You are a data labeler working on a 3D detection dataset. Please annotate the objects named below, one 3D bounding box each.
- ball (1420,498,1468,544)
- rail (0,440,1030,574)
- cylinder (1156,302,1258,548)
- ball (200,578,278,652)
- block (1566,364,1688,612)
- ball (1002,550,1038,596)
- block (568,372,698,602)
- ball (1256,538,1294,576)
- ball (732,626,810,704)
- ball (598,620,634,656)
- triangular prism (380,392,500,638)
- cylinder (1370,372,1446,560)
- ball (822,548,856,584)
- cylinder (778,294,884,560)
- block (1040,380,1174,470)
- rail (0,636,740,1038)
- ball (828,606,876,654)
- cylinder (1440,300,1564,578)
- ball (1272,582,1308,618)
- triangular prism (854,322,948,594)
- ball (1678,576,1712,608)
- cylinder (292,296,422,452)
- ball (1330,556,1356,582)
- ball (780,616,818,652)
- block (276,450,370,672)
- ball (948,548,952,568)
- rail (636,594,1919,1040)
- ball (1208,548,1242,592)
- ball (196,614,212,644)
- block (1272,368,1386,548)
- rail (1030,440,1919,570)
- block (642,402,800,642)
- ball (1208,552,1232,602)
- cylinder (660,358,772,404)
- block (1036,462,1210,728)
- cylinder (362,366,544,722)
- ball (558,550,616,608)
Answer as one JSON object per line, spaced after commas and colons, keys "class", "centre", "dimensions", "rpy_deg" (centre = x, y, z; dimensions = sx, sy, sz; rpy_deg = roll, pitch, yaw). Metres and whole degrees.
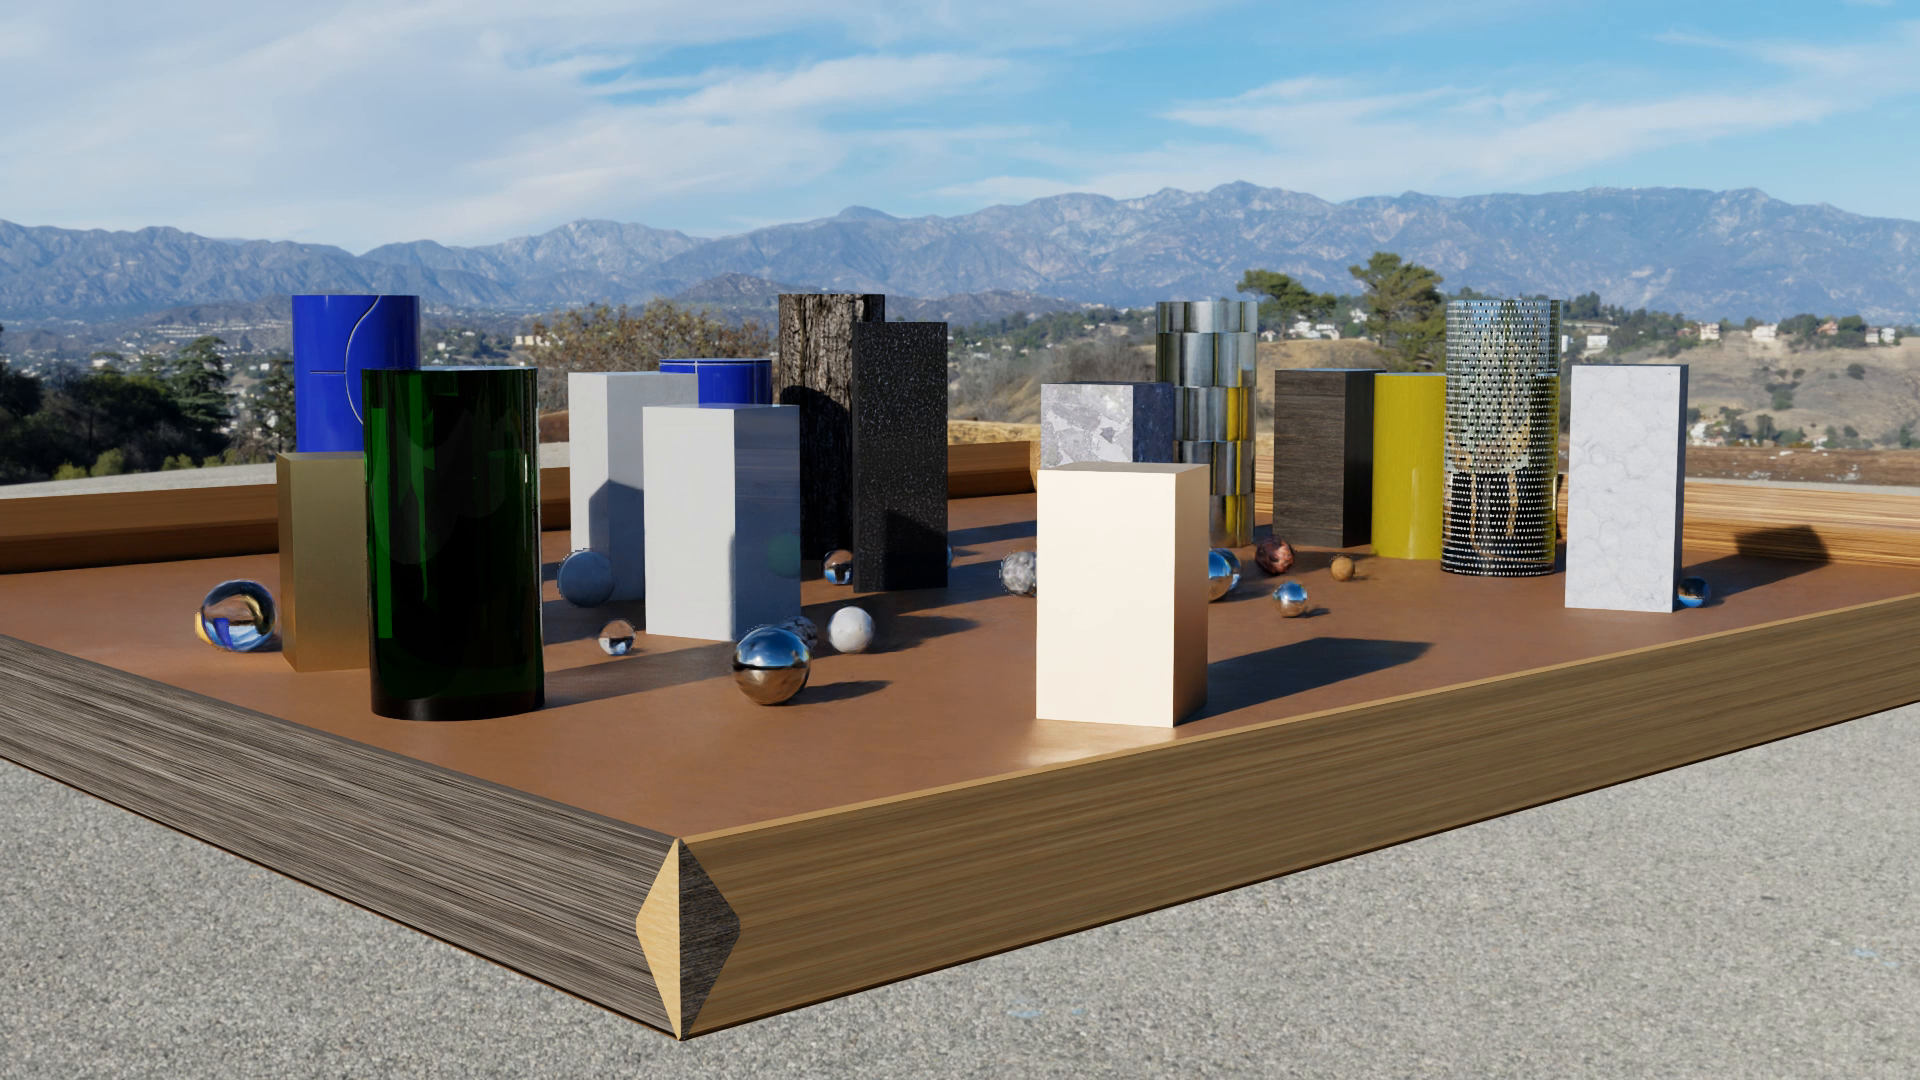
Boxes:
{"class": "ball", "centre": [0.915, -0.035, 4.155], "dimensions": [0.087, 0.087, 0.087], "rpy_deg": [0, 6, 0]}
{"class": "rail", "centre": [-0.908, -0.071, 4.311], "dimensions": [2.977, 0.124, 0.045], "rpy_deg": [-6, 8, -42]}
{"class": "cylinder", "centre": [0.463, -0.220, 4.149], "dimensions": [0.190, 0.457, 0.190], "rpy_deg": [0, 6, 0]}
{"class": "ball", "centre": [-0.936, 0.098, 2.854], "dimensions": [0.095, 0.095, 0.095], "rpy_deg": [0, 6, 0]}
{"class": "block", "centre": [1.004, -0.083, 3.307], "dimensions": [0.152, 0.360, 0.152], "rpy_deg": [3, 7, 23]}
{"class": "ball", "centre": [0.100, 0.052, 3.402], "dimensions": [0.071, 0.071, 0.071], "rpy_deg": [0, 6, 0]}
{"class": "block", "centre": [-0.509, -0.089, 3.438], "dimensions": [0.152, 0.344, 0.152], "rpy_deg": [-4, 7, -32]}
{"class": "ball", "centre": [0.525, 0.027, 3.670], "dimensions": [0.065, 0.065, 0.065], "rpy_deg": [0, 6, 0]}
{"class": "ball", "centre": [-0.212, 0.141, 2.476], "dimensions": [0.089, 0.089, 0.089], "rpy_deg": [0, 6, 0]}
{"class": "ball", "centre": [-0.442, 0.125, 2.826], "dimensions": [0.047, 0.047, 0.047], "rpy_deg": [0, 6, 0]}
{"class": "triangular prism", "centre": [-0.754, -0.041, 3.061], "dimensions": [0.143, 0.328, 0.165], "rpy_deg": [4, 7, 33]}
{"class": "cylinder", "centre": [0.844, -0.137, 3.985], "dimensions": [0.190, 0.326, 0.190], "rpy_deg": [0, 6, 0]}
{"class": "ball", "centre": [-0.194, 0.043, 3.548], "dimensions": [0.058, 0.058, 0.058], "rpy_deg": [0, 6, 0]}
{"class": "cylinder", "centre": [-0.229, -0.207, 3.961], "dimensions": [0.190, 0.469, 0.190], "rpy_deg": [0, 6, 0]}
{"class": "block", "centre": [0.227, -0.076, 3.386], "dimensions": [0.152, 0.330, 0.152], "rpy_deg": [3, 7, 29]}
{"class": "rail", "centre": [-1.077, 0.136, 2.344], "dimensions": [0.045, 0.124, 2.725], "rpy_deg": [-6, 8, -42]}
{"class": "ball", "centre": [-0.141, 0.117, 2.836], "dimensions": [0.062, 0.062, 0.062], "rpy_deg": [0, 6, 0]}
{"class": "cylinder", "centre": [0.915, -0.175, 3.718], "dimensions": [0.190, 0.458, 0.190], "rpy_deg": [0, 6, 0]}
{"class": "ball", "centre": [0.477, 0.087, 3.173], "dimensions": [0.051, 0.051, 0.051], "rpy_deg": [0, 6, 0]}
{"class": "triangular prism", "centre": [-0.125, -0.138, 3.525], "dimensions": [0.165, 0.423, 0.143], "rpy_deg": [-3, 7, -29]}
{"class": "ball", "centre": [1.093, 0.078, 3.273], "dimensions": [0.047, 0.047, 0.047], "rpy_deg": [0, 6, 0]}
{"class": "cylinder", "centre": [-0.929, -0.146, 3.408], "dimensions": [0.190, 0.464, 0.190], "rpy_deg": [0, 6, 0]}
{"class": "ball", "centre": [0.626, 0.047, 3.597], "dimensions": [0.040, 0.040, 0.040], "rpy_deg": [0, 6, 0]}
{"class": "ball", "centre": [-0.208, 0.123, 2.830], "dimensions": [0.051, 0.051, 0.051], "rpy_deg": [0, 6, 0]}
{"class": "block", "centre": [-0.773, 0.023, 2.780], "dimensions": [0.152, 0.260, 0.152], "rpy_deg": [-3, 7, -23]}
{"class": "ball", "centre": [-0.040, 0.030, 3.680], "dimensions": [0.057, 0.057, 0.057], "rpy_deg": [0, 6, 0]}
{"class": "rail", "centre": [0.908, 0.135, 2.353], "dimensions": [2.977, 0.124, 0.045], "rpy_deg": [-6, 8, -42]}
{"class": "ball", "centre": [0.406, 0.048, 3.441], "dimensions": [0.071, 0.071, 0.071], "rpy_deg": [0, 6, 0]}
{"class": "ball", "centre": [-0.985, 0.112, 2.917], "dimensions": [0.054, 0.054, 0.054], "rpy_deg": [0, 6, 0]}
{"class": "block", "centre": [0.702, -0.159, 4.176], "dimensions": [0.152, 0.328, 0.152], "rpy_deg": [5, 8, 40]}
{"class": "rail", "centre": [1.077, -0.072, 4.320], "dimensions": [0.045, 0.124, 2.725], "rpy_deg": [-6, 8, -42]}
{"class": "block", "centre": [-0.327, -0.029, 3.030], "dimensions": [0.152, 0.311, 0.152], "rpy_deg": [4, 7, 30]}
{"class": "ball", "centre": [0.376, 0.055, 3.341], "dimensions": [0.078, 0.078, 0.078], "rpy_deg": [0, 6, 0]}
{"class": "cylinder", "centre": [-0.413, -0.127, 3.737], "dimensions": [0.190, 0.358, 0.190], "rpy_deg": [0, 6, 0]}
{"class": "block", "centre": [0.181, 0.055, 2.425], "dimensions": [0.152, 0.271, 0.152], "rpy_deg": [2, 6, 20]}
{"class": "cylinder", "centre": [-0.564, -0.002, 2.451], "dimensions": [0.190, 0.379, 0.190], "rpy_deg": [0, 6, 0]}
{"class": "ball", "centre": [-0.555, 0.059, 3.277], "dimensions": [0.085, 0.085, 0.085], "rpy_deg": [0, 6, 0]}
